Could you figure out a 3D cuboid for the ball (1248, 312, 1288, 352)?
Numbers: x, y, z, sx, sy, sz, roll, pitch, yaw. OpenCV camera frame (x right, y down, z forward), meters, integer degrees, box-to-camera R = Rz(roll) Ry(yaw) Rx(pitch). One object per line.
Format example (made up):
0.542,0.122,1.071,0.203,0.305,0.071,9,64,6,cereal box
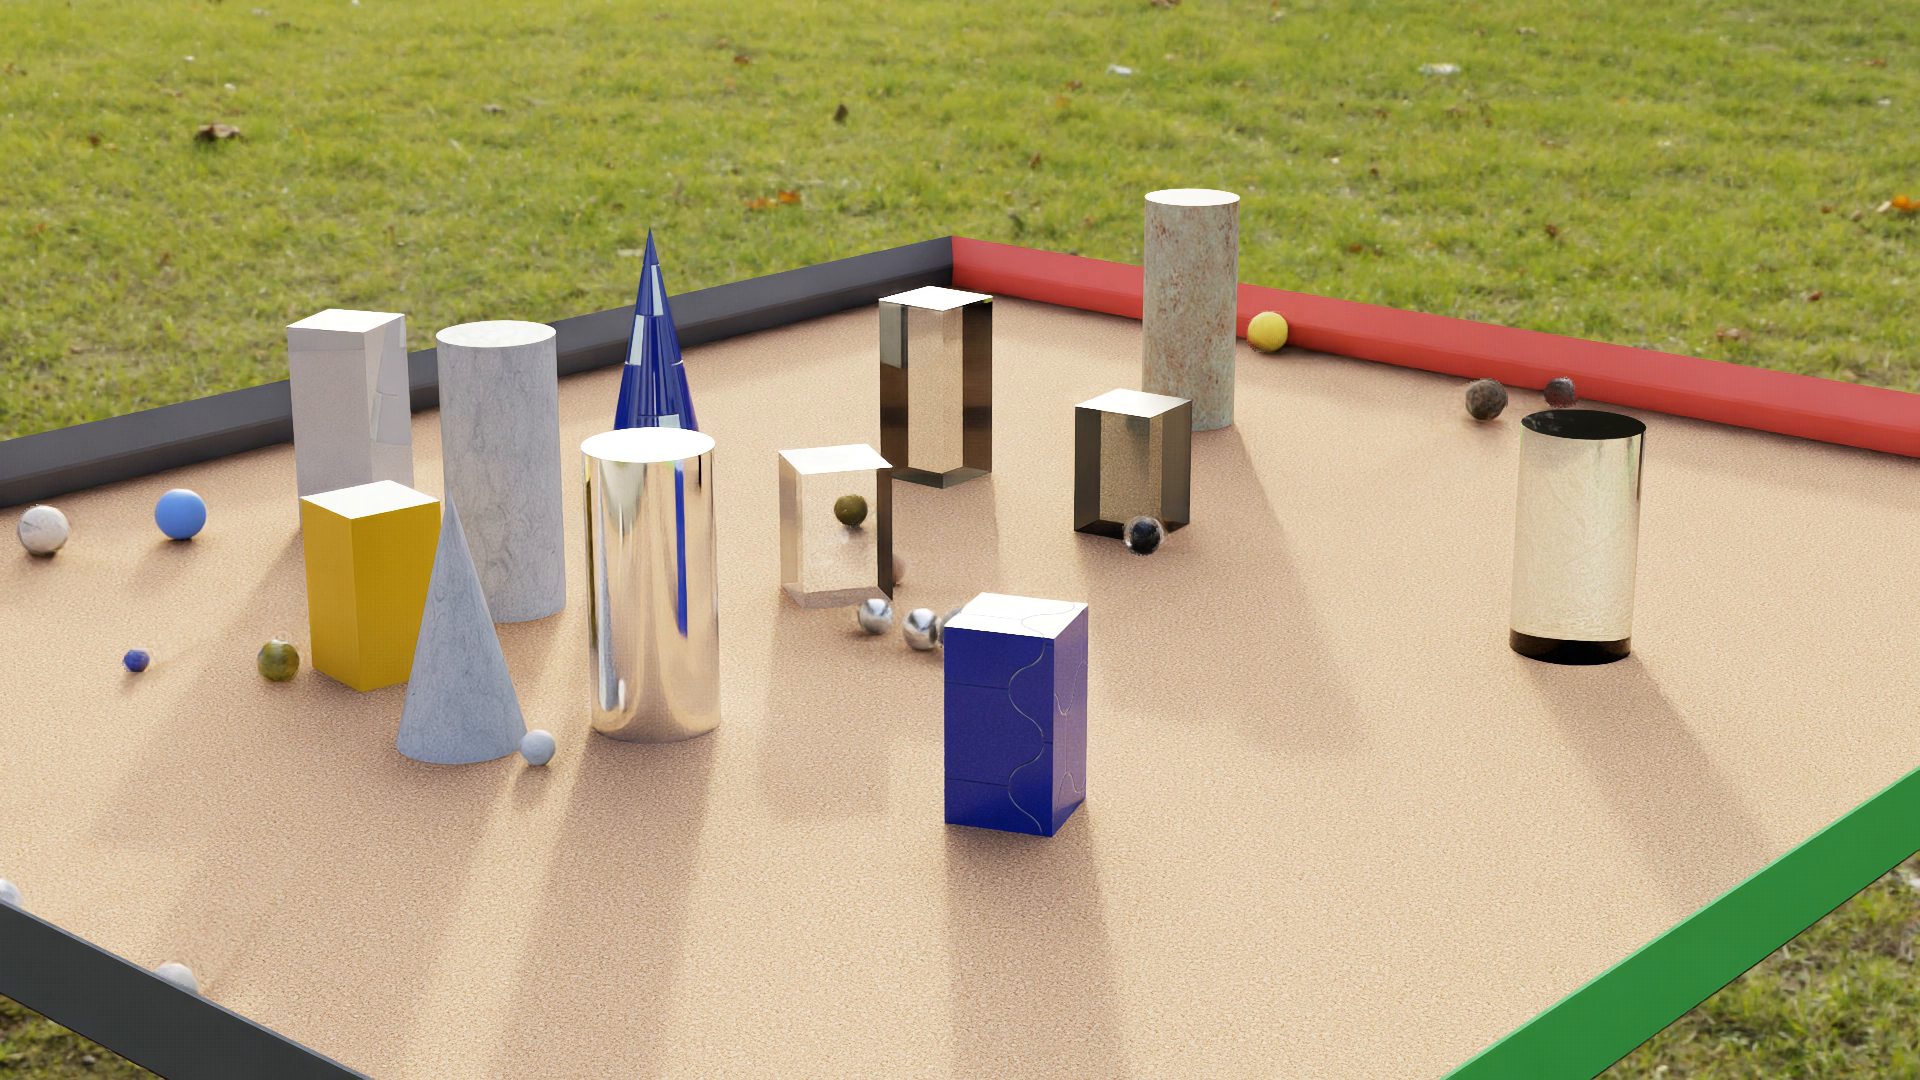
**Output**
0.727,-0.491,6.921,0.096,0.096,0.096,0,17,0,ball

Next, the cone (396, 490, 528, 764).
-0.755,0.113,4.391,0.200,0.398,0.200,0,17,0,cone

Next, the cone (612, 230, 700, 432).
-0.626,-0.406,5.979,0.200,0.476,0.200,0,17,0,cone

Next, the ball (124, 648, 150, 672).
-1.332,0.193,4.744,0.040,0.040,0.040,0,17,0,ball

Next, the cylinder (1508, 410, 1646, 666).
1.013,-0.006,4.817,0.200,0.380,0.200,0,17,0,cylinder

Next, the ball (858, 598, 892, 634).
-0.142,0.128,4.929,0.059,0.059,0.059,0,17,0,ball

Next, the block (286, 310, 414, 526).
-1.147,-0.226,5.536,0.160,0.386,0.160,5,18,17,block

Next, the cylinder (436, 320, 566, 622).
-0.782,-0.118,5.014,0.200,0.481,0.200,0,17,0,cylinder

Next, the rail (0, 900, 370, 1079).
-1.285,0.459,3.702,3.505,0.130,0.045,14,22,39,rail

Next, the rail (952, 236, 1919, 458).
1.285,-0.394,6.537,3.505,0.130,0.045,14,22,39,rail

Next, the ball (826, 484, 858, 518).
-0.226,-0.075,5.596,0.064,0.064,0.064,0,17,0,ball

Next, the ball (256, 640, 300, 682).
-1.093,0.193,4.698,0.067,0.067,0.067,0,17,0,ball

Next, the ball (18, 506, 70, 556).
-1.674,-0.017,5.356,0.090,0.090,0.090,0,17,0,ball

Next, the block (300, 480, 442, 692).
-0.941,0.072,4.720,0.160,0.287,0.160,-14,22,-38,block

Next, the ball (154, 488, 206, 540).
-1.450,-0.048,5.453,0.094,0.094,0.094,0,17,0,ball

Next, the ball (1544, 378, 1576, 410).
1.310,-0.320,6.401,0.068,0.068,0.068,0,17,0,ball

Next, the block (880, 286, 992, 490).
-0.047,-0.305,5.844,0.160,0.361,0.160,13,21,36,block

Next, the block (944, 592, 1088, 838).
0.080,0.245,4.137,0.160,0.292,0.160,6,18,19,block

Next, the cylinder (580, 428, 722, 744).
-0.468,0.068,4.464,0.200,0.442,0.200,0,17,0,cylinder

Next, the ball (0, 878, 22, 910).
-1.242,0.472,3.747,0.083,0.083,0.083,0,17,0,ball

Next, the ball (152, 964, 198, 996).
-0.953,0.543,3.545,0.062,0.062,0.062,0,17,0,ball

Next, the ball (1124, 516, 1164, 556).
0.336,-0.009,5.358,0.074,0.074,0.074,0,17,0,ball

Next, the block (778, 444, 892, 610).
-0.217,-0.024,5.114,0.160,0.244,0.160,-5,18,-17,block

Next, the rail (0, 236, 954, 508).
-1.305,-0.294,6.205,0.045,0.130,3.969,14,22,39,rail

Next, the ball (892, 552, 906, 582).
-0.123,0.048,5.199,0.056,0.056,0.056,0,17,0,ball

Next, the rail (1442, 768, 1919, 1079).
1.305,0.359,4.035,0.045,0.130,3.969,14,22,39,rail

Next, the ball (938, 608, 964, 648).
0.005,0.151,4.811,0.082,0.082,0.082,0,17,0,ball

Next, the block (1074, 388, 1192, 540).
0.324,-0.140,5.499,0.160,0.242,0.160,11,20,32,block

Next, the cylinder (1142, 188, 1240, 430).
0.490,-0.492,6.251,0.200,0.483,0.200,0,17,0,cylinder

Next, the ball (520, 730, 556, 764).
-0.624,0.307,4.346,0.053,0.053,0.053,0,17,0,ball

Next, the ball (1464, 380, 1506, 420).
1.129,-0.300,6.302,0.087,0.087,0.087,0,17,0,ball

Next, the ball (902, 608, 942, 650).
-0.061,0.147,4.849,0.068,0.068,0.068,0,17,0,ball
